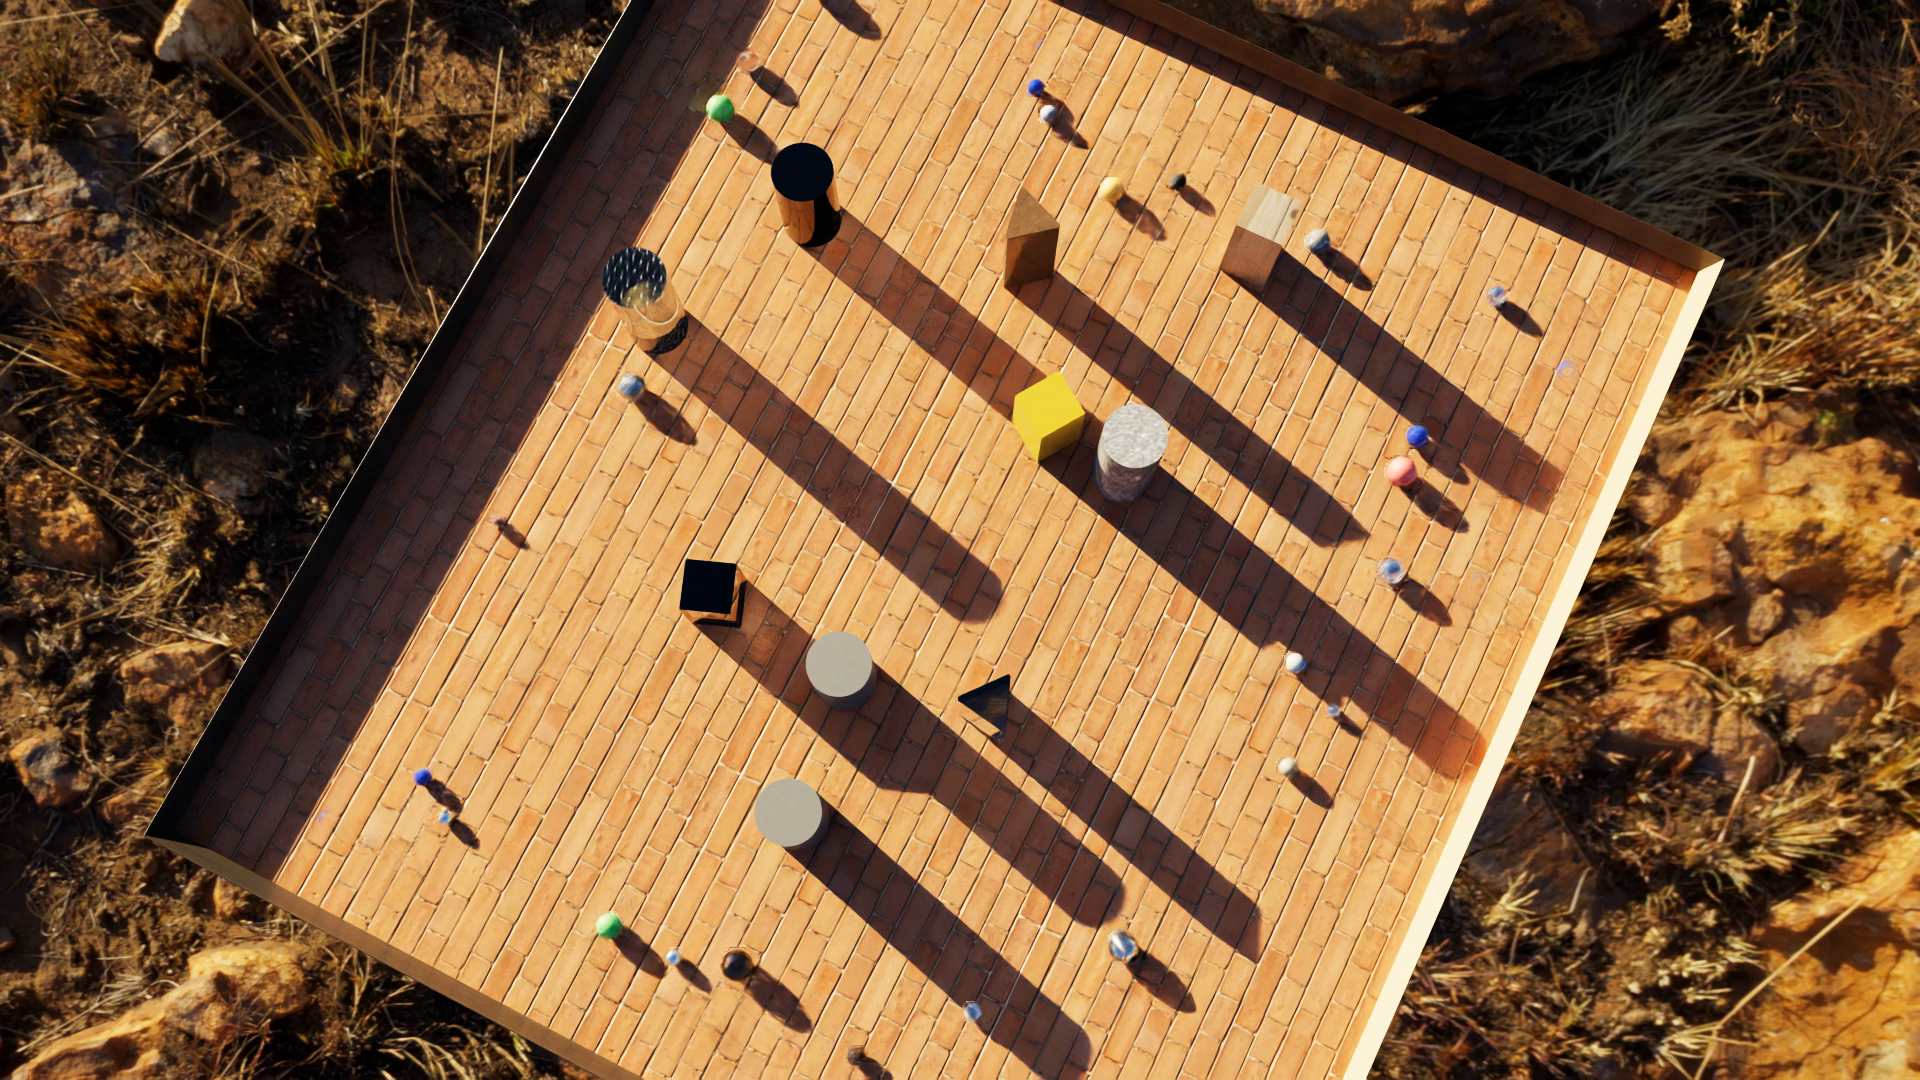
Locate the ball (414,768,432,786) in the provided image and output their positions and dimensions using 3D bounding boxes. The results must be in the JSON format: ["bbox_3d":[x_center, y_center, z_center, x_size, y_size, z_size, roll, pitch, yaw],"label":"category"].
[{"bbox_3d":[-1.595,0.706,5.444,0.052,0.052,0.052,0,78,0],"label":"ball"}]

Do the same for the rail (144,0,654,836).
[{"bbox_3d":[-1.521,-0.738,5.706,0.045,0.122,3.698,26,80,5],"label":"rail"}]

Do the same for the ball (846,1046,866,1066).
[{"bbox_3d":[-0.299,1.488,5.280,0.056,0.056,0.056,0,78,0],"label":"ball"}]

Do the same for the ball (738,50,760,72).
[{"bbox_3d":[-0.680,-1.542,5.899,0.072,0.072,0.072,0,78,0],"label":"ball"}]

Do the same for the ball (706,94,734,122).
[{"bbox_3d":[-0.766,-1.379,5.857,0.087,0.087,0.087,0,78,0],"label":"ball"}]

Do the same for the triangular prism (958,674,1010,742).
[{"bbox_3d":[0.100,0.472,5.351,0.163,0.329,0.141,35,80,7],"label":"triangular prism"}]

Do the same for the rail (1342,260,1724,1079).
[{"bbox_3d":[1.521,0.751,5.397,0.045,0.122,3.698,26,80,5],"label":"rail"}]

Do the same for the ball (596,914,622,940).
[{"bbox_3d":[-1.025,1.127,5.346,0.073,0.073,0.073,0,78,0],"label":"ball"}]

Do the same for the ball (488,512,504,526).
[{"bbox_3d":[-1.421,-0.062,5.606,0.045,0.045,0.045,0,78,0],"label":"ball"}]

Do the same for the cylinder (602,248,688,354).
[{"bbox_3d":[-0.947,-0.718,5.542,0.189,0.436,0.189,0,78,0],"label":"cylinder"}]

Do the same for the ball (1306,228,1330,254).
[{"bbox_3d":[1.127,-0.942,5.773,0.075,0.075,0.075,0,78,0],"label":"ball"}]

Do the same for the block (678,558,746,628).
[{"bbox_3d":[-0.733,0.161,5.453,0.151,0.256,0.151,6,78,1],"label":"block"}]

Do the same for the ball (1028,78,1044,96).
[{"bbox_3d":[0.244,-1.454,5.890,0.054,0.054,0.054,0,78,0],"label":"ball"}]

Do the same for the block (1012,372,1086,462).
[{"bbox_3d":[0.265,-0.369,5.541,0.151,0.298,0.151,-30,80,-6],"label":"block"}]

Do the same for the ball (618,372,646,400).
[{"bbox_3d":[-1.015,-0.474,5.670,0.086,0.086,0.086,0,78,0],"label":"ball"}]

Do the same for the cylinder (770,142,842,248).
[{"bbox_3d":[-0.470,-1.058,5.644,0.189,0.376,0.189,0,78,0],"label":"cylinder"}]

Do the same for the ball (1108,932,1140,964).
[{"bbox_3d":[0.475,1.185,5.325,0.091,0.091,0.091,0,78,0],"label":"ball"}]

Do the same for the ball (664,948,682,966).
[{"bbox_3d":[-0.835,1.217,5.339,0.049,0.049,0.049,0,78,0],"label":"ball"}]

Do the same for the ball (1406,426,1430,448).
[{"bbox_3d":[1.410,-0.318,5.647,0.070,0.070,0.070,0,78,0],"label":"ball"}]

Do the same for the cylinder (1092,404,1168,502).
[{"bbox_3d":[0.500,-0.253,5.447,0.189,0.434,0.189,0,78,0],"label":"cylinder"}]

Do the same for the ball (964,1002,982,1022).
[{"bbox_3d":[0.037,1.366,5.307,0.052,0.052,0.052,0,78,0],"label":"ball"}]

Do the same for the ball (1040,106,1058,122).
[{"bbox_3d":[0.284,-1.364,5.870,0.056,0.056,0.056,0,78,0],"label":"ball"}]

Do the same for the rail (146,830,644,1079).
[{"bbox_3d":[-0.816,1.605,5.221,3.449,0.122,0.045,26,80,5],"label":"rail"}]

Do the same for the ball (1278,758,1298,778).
[{"bbox_3d":[0.977,0.677,5.446,0.059,0.059,0.059,0,78,0],"label":"ball"}]

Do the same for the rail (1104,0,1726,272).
[{"bbox_3d":[0.816,-1.592,5.882,3.449,0.122,0.045,26,80,5],"label":"rail"}]

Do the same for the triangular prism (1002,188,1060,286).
[{"bbox_3d":[0.198,-0.927,5.589,0.163,0.428,0.141,-13,79,-3],"label":"triangular prism"}]

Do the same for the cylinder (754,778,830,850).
[{"bbox_3d":[-0.479,0.794,5.279,0.189,0.340,0.189,0,78,0],"label":"cylinder"}]

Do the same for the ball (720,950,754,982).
[{"bbox_3d":[-0.646,1.235,5.313,0.094,0.094,0.094,0,78,0],"label":"ball"}]

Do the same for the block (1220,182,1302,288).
[{"bbox_3d":[0.918,-0.931,5.618,0.151,0.373,0.151,25,79,5],"label":"block"}]

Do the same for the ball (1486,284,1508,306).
[{"bbox_3d":[1.682,-0.767,5.743,0.064,0.064,0.064,0,78,0],"label":"ball"}]

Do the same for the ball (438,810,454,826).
[{"bbox_3d":[-1.523,0.822,5.423,0.045,0.045,0.045,0,78,0],"label":"ball"}]

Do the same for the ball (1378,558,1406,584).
[{"bbox_3d":[1.308,0.094,5.556,0.080,0.080,0.080,0,78,0],"label":"ball"}]

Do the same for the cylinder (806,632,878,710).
[{"bbox_3d":[-0.344,0.385,5.370,0.189,0.327,0.189,0,78,0],"label":"cylinder"}]

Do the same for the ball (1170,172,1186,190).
[{"bbox_3d":[0.693,-1.141,5.825,0.054,0.054,0.054,0,78,0],"label":"ball"}]

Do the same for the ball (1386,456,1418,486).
[{"bbox_3d":[1.354,-0.210,5.614,0.090,0.090,0.090,0,78,0],"label":"ball"}]

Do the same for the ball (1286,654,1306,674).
[{"bbox_3d":[1.009,0.371,5.508,0.062,0.062,0.062,0,78,0],"label":"ball"}]

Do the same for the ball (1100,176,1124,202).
[{"bbox_3d":[0.481,-1.111,5.807,0.078,0.078,0.078,0,78,0],"label":"ball"}]

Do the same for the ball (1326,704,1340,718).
[{"bbox_3d":[1.119,0.513,5.489,0.042,0.042,0.042,0,78,0],"label":"ball"}]
